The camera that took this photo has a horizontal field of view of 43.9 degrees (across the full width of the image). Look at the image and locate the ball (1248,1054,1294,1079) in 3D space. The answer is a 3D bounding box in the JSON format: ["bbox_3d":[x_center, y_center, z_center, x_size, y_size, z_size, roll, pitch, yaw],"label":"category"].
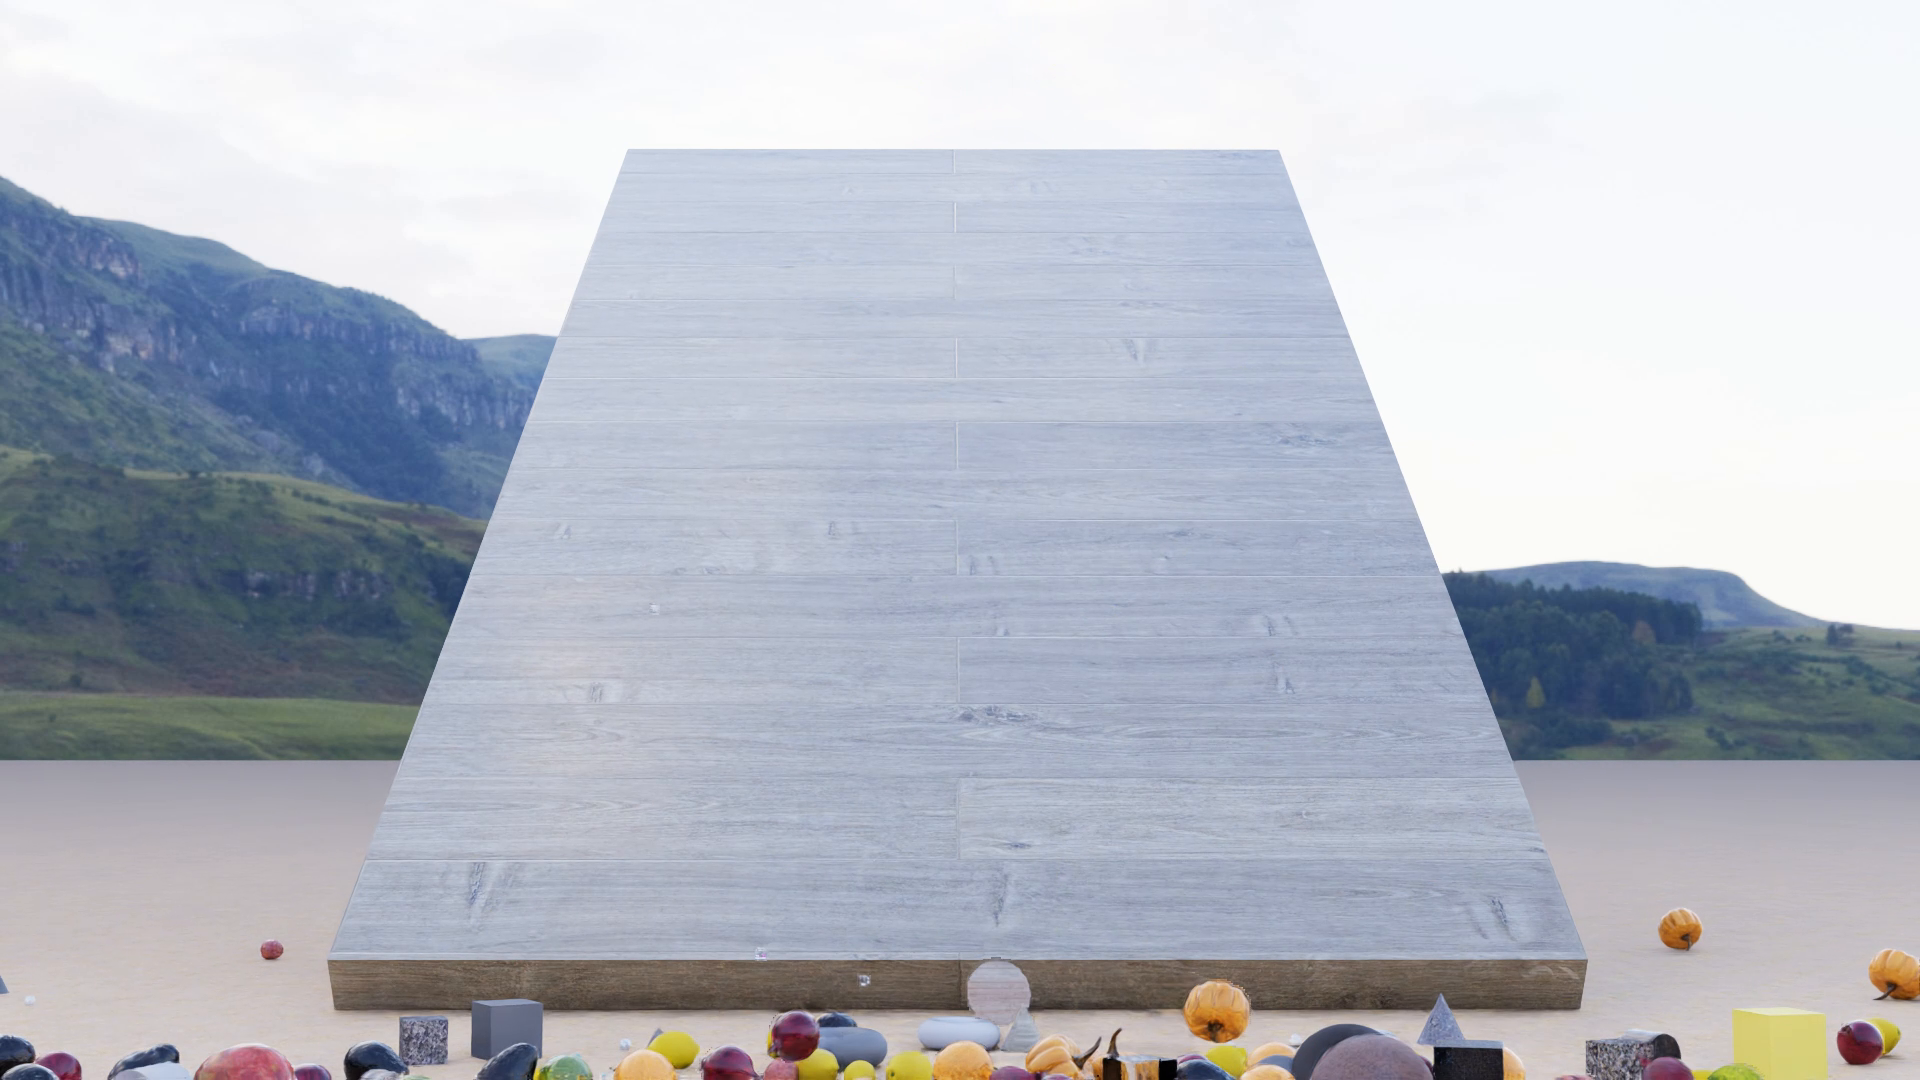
[{"bbox_3d":[0.361,0.617,2.696,0.070,0.070,0.070,0,-5,0],"label":"ball"}]

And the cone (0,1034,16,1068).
[{"bbox_3d":[-1.282,0.655,3.139,0.075,0.075,0.075,0,-5,0],"label":"cone"}]

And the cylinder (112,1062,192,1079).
[{"bbox_3d":[-0.883,0.608,2.595,0.070,0.070,0.070,-1,-5,16],"label":"cylinder"}]

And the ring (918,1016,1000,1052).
[{"bbox_3d":[-0.001,0.691,3.334,0.116,0.039,0.116,1,-5,0],"label":"ring"}]

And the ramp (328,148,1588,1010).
[{"bbox_3d":[-0.011,-0.223,5.572,2.000,0.100,4.000,0,28,0],"label":"ramp"}]

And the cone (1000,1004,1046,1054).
[{"bbox_3d":[0.087,0.674,3.297,0.065,0.065,0.065,0,-5,0],"label":"cone"}]

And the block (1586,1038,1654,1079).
[{"bbox_3d":[0.809,0.644,2.921,0.057,0.057,0.057,2,-6,-26],"label":"block"}]

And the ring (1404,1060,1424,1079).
[{"bbox_3d":[0.494,0.614,2.715,0.113,0.038,0.113,37,6,-5],"label":"ring"}]

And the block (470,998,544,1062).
[{"bbox_3d":[-0.614,0.664,3.229,0.073,0.073,0.073,3,-6,-32],"label":"block"}]

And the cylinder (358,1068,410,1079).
[{"bbox_3d":[-0.647,0.625,2.683,0.053,0.053,0.053,4,-6,-36],"label":"cylinder"}]

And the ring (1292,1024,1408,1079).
[{"bbox_3d":[0.431,0.595,2.644,0.128,0.128,0.043,-1,-45,12],"label":"ring"}]

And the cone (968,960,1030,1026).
[{"bbox_3d":[0.044,0.652,3.383,0.092,0.092,0.092,1,-23,-14],"label":"cone"}]

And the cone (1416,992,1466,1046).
[{"bbox_3d":[0.684,0.678,3.384,0.071,0.071,0.071,0,-5,0],"label":"cone"}]

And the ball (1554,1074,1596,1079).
[{"bbox_3d":[0.605,0.573,2.337,0.095,0.095,0.095,0,-5,0],"label":"ball"}]

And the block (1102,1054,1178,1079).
[{"bbox_3d":[0.206,0.625,2.731,0.061,0.061,0.061,3,-6,-33],"label":"block"}]

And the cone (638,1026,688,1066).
[{"bbox_3d":[-0.385,0.679,3.140,0.057,0.057,0.057,28,-9,-7],"label":"cone"}]

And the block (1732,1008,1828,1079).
[{"bbox_3d":[1.046,0.643,3.042,0.081,0.081,0.081,1,-5,-15],"label":"block"}]

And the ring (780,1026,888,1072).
[{"bbox_3d":[-0.165,0.668,3.123,0.141,0.047,0.141,-1,-5,0],"label":"ring"}]

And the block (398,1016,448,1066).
[{"bbox_3d":[-0.715,0.666,3.174,0.058,0.058,0.058,2,-5,-19],"label":"block"}]

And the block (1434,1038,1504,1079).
[{"bbox_3d":[0.586,0.618,2.739,0.077,0.077,0.077,-1,-5,13],"label":"block"}]

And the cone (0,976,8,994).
[{"bbox_3d":[-1.666,0.746,4.093,0.064,0.064,0.064,0,-5,0],"label":"cone"}]
